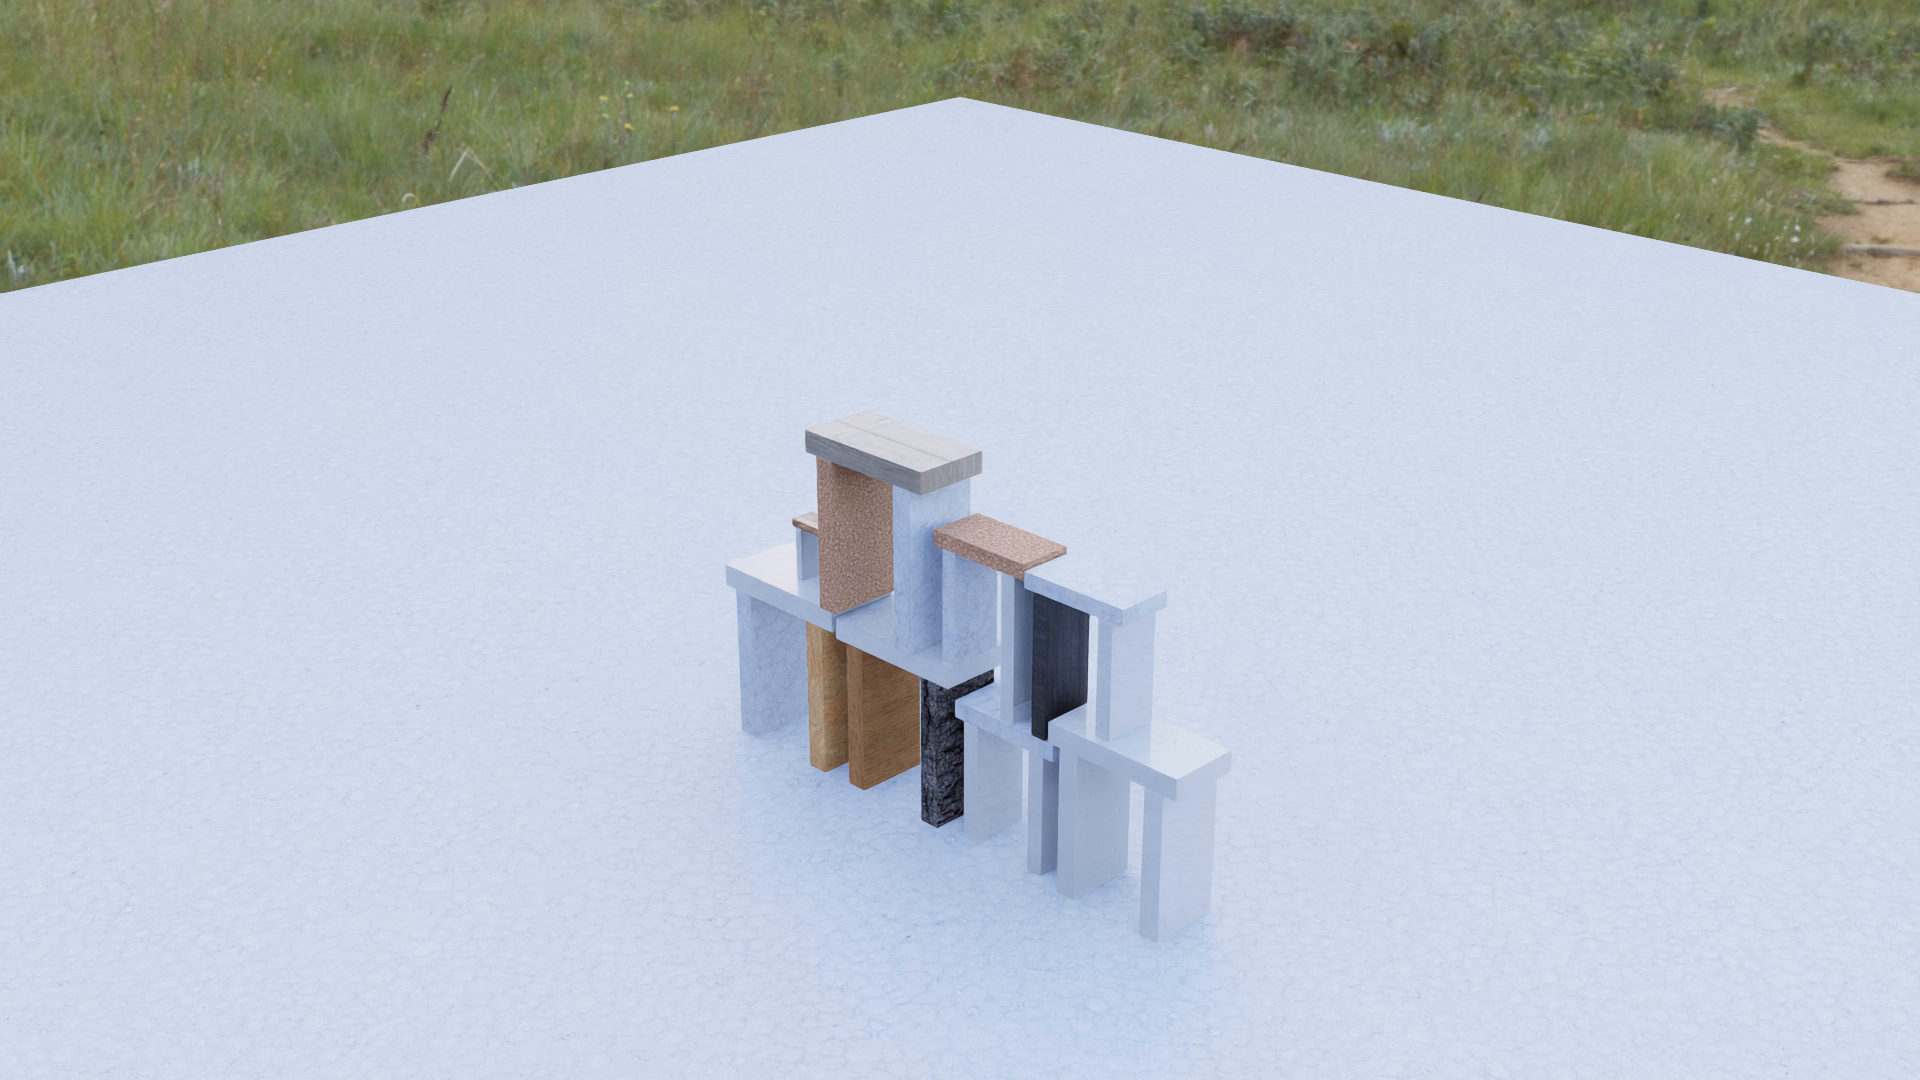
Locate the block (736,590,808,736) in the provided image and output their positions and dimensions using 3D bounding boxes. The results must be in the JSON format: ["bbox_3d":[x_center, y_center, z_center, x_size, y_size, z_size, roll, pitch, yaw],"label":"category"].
[{"bbox_3d":[-0.398,0.242,4.761,0.048,0.336,0.168,21,31,41],"label":"block"}]

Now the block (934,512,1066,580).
[{"bbox_3d":[0.075,0.011,4.149,0.117,0.033,0.235,-21,31,-40],"label":"block"}]

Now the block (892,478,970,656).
[{"bbox_3d":[-0.054,0.037,4.292,0.047,0.344,0.164,21,31,41],"label":"block"}]

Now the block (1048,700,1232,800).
[{"bbox_3d":[0.327,0.377,4.025,0.309,0.044,0.154,21,31,41],"label":"block"}]

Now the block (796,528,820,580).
[{"bbox_3d":[-0.313,0.021,4.581,0.016,0.116,0.058,21,31,41],"label":"block"}]

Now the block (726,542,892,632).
[{"bbox_3d":[-0.319,0.096,4.613,0.336,0.048,0.168,21,31,41],"label":"block"}]

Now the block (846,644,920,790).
[{"bbox_3d":[-0.157,0.341,4.545,0.046,0.322,0.161,21,31,41],"label":"block"}]

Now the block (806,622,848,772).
[{"bbox_3d":[-0.240,0.304,4.615,0.048,0.336,0.168,21,31,41],"label":"block"}]

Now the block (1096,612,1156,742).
[{"bbox_3d":[0.301,0.236,3.996,0.034,0.239,0.119,21,31,41],"label":"block"}]

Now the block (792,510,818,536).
[{"bbox_3d":[-0.286,-0.029,4.529,0.116,0.016,0.058,21,31,41],"label":"block"}]

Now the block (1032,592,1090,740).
[{"bbox_3d":[0.188,0.219,4.110,0.034,0.296,0.119,21,31,41],"label":"block"}]

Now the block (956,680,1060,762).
[{"bbox_3d":[0.128,0.346,4.238,0.258,0.037,0.129,21,31,41],"label":"block"}]

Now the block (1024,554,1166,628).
[{"bbox_3d":[0.245,0.089,3.994,0.238,0.034,0.119,21,31,40],"label":"block"}]

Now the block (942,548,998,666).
[{"bbox_3d":[0.020,0.113,4.252,0.033,0.235,0.117,21,31,41],"label":"block"}]

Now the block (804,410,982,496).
[{"bbox_3d":[-0.131,-0.173,4.287,0.329,0.047,0.164,21,31,41],"label":"block"}]

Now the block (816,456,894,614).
[{"bbox_3d":[-0.209,-0.031,4.431,0.047,0.328,0.164,21,31,40],"label":"block"}]

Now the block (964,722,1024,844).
[{"bbox_3d":[0.067,0.458,4.351,0.037,0.258,0.129,21,31,41],"label":"block"}]

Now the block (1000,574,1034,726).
[{"bbox_3d":[0.130,0.190,4.164,0.033,0.308,0.117,21,31,41],"label":"block"}]

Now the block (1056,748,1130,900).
[{"bbox_3d":[0.254,0.511,4.161,0.044,0.309,0.154,21,31,41],"label":"block"}]

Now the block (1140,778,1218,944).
[{"bbox_3d":[0.400,0.568,4.027,0.044,0.309,0.154,21,31,41],"label":"block"}]

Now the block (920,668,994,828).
[{"bbox_3d":[-0.005,0.400,4.406,0.046,0.322,0.161,21,31,41],"label":"block"}]

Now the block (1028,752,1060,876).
[{"bbox_3d":[0.188,0.505,4.239,0.037,0.258,0.129,21,31,41],"label":"block"}]

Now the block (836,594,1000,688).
[{"bbox_3d":[-0.081,0.201,4.404,0.322,0.046,0.161,21,31,41],"label":"block"}]
